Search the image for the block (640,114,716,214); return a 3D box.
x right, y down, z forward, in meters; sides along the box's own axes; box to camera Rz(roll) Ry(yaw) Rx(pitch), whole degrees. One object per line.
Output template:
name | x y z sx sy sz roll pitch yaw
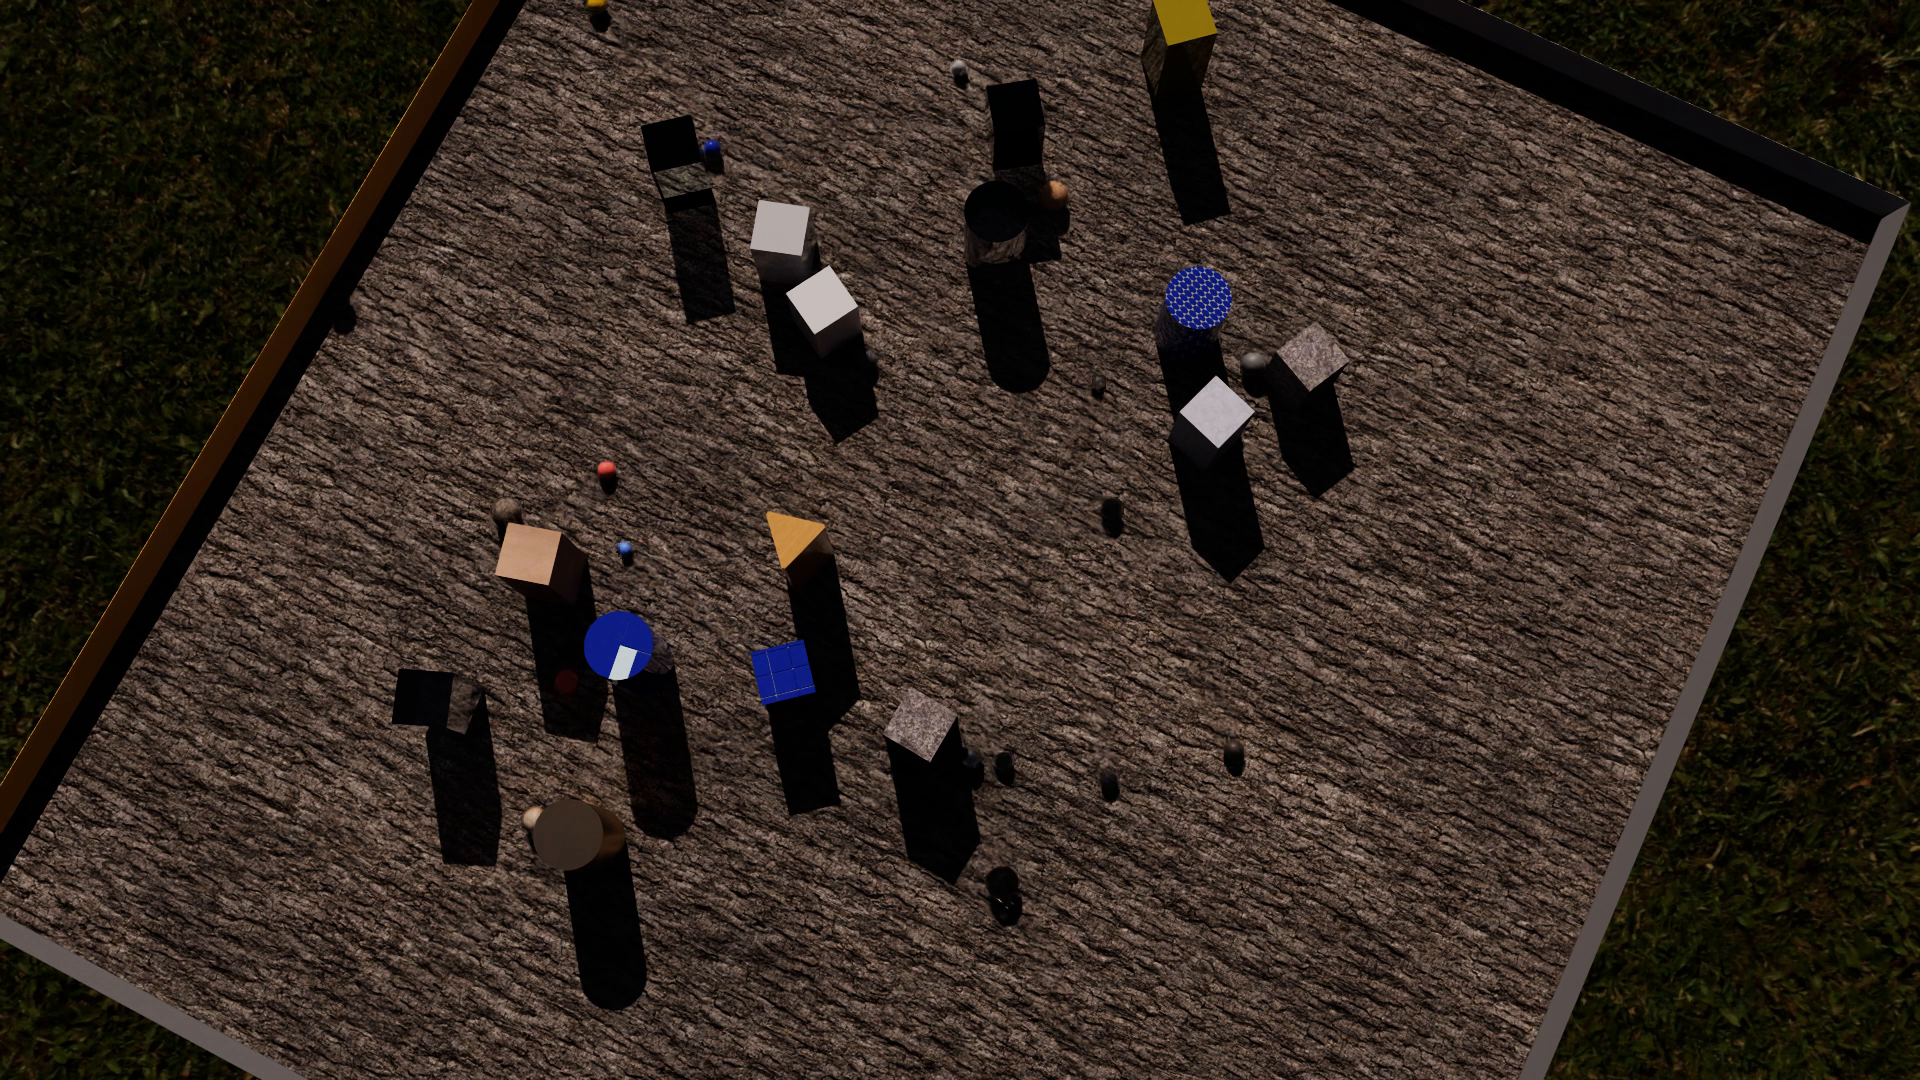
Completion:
block | -0.871 -1.163 5.690 0.157 0.327 0.157 -13 79 -3

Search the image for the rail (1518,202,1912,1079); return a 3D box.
rail | 1.922 0.948 5.354 0.045 0.127 4.558 26 80 5

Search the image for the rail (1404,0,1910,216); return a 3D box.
rail | 1.009 -1.969 5.958 4.344 0.127 0.045 26 80 5

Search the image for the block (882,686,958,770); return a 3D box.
block | -0.113 0.553 5.347 0.157 0.303 0.157 30 80 6

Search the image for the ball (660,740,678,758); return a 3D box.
ball | -0.868 0.622 5.462 0.050 0.050 0.050 0 78 0

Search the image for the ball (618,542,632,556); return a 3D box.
ball | -1.021 0.029 5.590 0.041 0.041 0.041 0 78 0

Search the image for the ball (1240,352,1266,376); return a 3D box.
ball | 0.912 -0.545 5.690 0.078 0.078 0.078 0 78 0

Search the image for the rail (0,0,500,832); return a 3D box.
rail | -1.922 -0.934 5.744 0.045 0.127 4.558 26 80 5

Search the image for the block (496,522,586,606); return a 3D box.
block | -1.232 0.076 5.411 0.157 0.371 0.157 11 79 2

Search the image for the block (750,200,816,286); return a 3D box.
block | -0.543 -0.914 5.665 0.157 0.276 0.157 8 78 2

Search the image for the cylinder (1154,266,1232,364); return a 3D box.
cylinder | 0.707 -0.683 5.587 0.196 0.334 0.196 0 78 0

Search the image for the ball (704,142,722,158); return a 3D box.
ball | -0.790 -1.245 5.846 0.055 0.055 0.055 0 78 0

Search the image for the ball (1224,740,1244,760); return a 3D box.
ball | 0.815 0.625 5.456 0.061 0.061 0.061 0 78 0

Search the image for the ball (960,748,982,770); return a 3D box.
ball | 0.032 0.650 5.447 0.068 0.068 0.068 0 78 0

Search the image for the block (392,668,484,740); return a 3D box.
block | -1.519 0.481 5.345 0.157 0.337 0.157 4 78 1

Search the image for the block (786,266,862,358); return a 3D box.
block | -0.415 -0.698 5.635 0.157 0.248 0.157 -34 80 -7

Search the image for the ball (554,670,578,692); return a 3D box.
ball | -1.179 0.422 5.493 0.070 0.070 0.070 0 78 0

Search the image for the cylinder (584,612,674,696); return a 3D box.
cylinder | -0.963 0.336 5.352 0.196 0.382 0.196 0 78 0

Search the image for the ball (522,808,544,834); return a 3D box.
ball | -1.249 0.829 5.404 0.081 0.081 0.081 0 78 0

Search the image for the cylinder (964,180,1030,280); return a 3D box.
cylinder | 0.110 -0.949 5.643 0.196 0.332 0.196 0 78 0

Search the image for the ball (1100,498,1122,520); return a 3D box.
ball | 0.462 -0.093 5.603 0.065 0.065 0.065 0 78 0

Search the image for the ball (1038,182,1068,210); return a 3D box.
ball | 0.294 -1.088 5.795 0.092 0.092 0.092 0 78 0

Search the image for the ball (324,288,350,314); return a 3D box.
ball | -1.949 -0.750 5.731 0.080 0.080 0.080 0 78 0

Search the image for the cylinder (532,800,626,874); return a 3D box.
cylinder | -1.089 0.854 5.261 0.196 0.351 0.196 0 78 0

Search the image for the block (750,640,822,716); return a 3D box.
block | -0.509 0.407 5.395 0.157 0.269 0.157 -14 79 -3

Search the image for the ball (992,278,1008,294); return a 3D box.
ball | 0.127 -0.799 5.755 0.052 0.052 0.052 0 78 0

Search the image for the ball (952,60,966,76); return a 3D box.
ball | -0.003 -1.521 5.907 0.047 0.047 0.047 0 78 0

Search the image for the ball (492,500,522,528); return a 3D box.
ball | -1.383 -0.081 5.588 0.088 0.088 0.088 0 78 0

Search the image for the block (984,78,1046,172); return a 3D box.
block | 0.170 -1.297 5.738 0.157 0.287 0.157 -9 78 -2

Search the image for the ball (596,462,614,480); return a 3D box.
ball | -1.089 -0.213 5.633 0.054 0.054 0.054 0 78 0

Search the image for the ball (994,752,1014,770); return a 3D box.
ball | 0.129 0.658 5.451 0.057 0.057 0.057 0 78 0

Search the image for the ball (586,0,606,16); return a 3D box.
ball | -1.178 -1.735 5.943 0.063 0.063 0.063 0 78 0

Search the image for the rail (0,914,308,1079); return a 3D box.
rail | -1.009 1.982 5.140 4.344 0.127 0.045 26 80 5

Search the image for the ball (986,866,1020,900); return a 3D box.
ball | 0.124 1.003 5.359 0.098 0.098 0.098 0 78 0

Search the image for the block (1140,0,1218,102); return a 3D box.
block | 0.682 -1.549 5.742 0.157 0.383 0.157 -15 79 -3

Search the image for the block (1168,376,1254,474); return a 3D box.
block | 0.755 -0.345 5.529 0.157 0.311 0.157 44 82 8

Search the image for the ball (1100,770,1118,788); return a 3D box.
ball | 0.442 0.712 5.442 0.053 0.053 0.053 0 78 0

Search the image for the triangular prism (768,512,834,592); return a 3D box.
triangular prism | -0.497 0.011 5.414 0.147 0.393 0.170 43 81 8

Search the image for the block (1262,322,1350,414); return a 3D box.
block | 1.055 -0.525 5.600 0.157 0.245 0.157 -37 81 -7

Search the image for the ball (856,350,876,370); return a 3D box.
ball | -0.290 -0.560 5.701 0.061 0.061 0.061 0 78 0

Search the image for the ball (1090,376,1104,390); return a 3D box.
ball | 0.428 -0.487 5.696 0.042 0.042 0.042 0 78 0
